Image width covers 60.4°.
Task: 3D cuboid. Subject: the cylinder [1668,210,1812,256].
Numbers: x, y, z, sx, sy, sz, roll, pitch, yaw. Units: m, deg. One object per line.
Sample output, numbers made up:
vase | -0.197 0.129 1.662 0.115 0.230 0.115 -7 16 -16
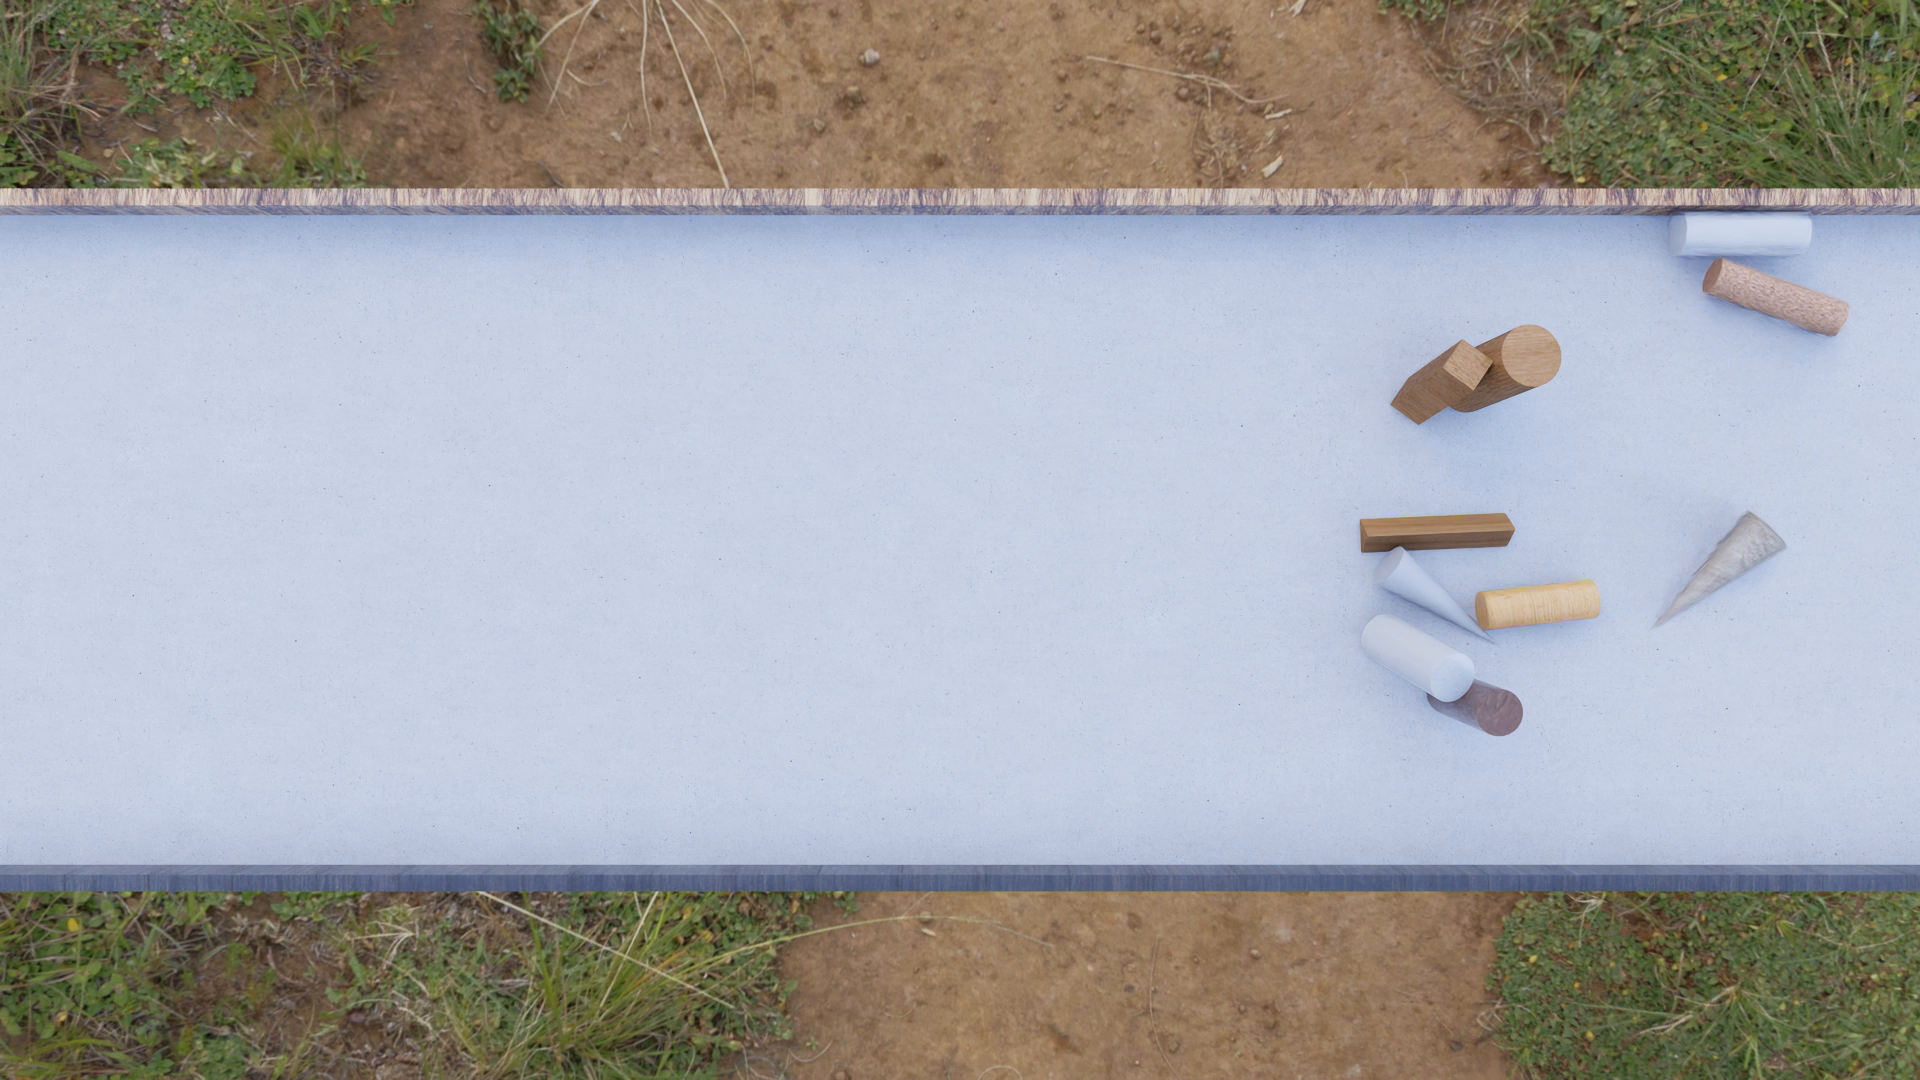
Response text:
cylinder | 2.365 -0.932 5.009 0.374 0.136 0.136 0 90 0

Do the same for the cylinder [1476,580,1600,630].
cylinder | 1.755 0.197 5.016 0.340 0.119 0.119 -6 90 0

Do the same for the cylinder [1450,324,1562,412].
cylinder | 1.579 -0.500 4.852 0.179 0.426 0.179 1 84 -8

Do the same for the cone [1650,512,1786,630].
cone | 2.283 0.123 5.038 0.455 0.154 0.154 -44 90 10

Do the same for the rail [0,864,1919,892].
rail | -2.247 1.025 5.001 12.000 0.150 0.050 0 90 0

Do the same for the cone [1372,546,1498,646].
cone | 1.483 0.204 5.042 0.452 0.137 0.137 35 90 -9

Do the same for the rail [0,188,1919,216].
rail | -2.247 -1.025 5.002 12.000 0.150 0.050 0 90 0

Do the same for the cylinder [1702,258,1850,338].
cylinder | 2.481 -0.737 5.021 0.406 0.110 0.110 19 90 0

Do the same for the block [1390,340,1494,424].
block | 1.415 -0.461 4.864 0.108 0.410 0.108 36 78 1

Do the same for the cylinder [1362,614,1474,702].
cylinder | 1.352 0.345 4.886 0.150 0.352 0.150 -6 109 -19

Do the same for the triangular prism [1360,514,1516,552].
triangular prism | 1.456 -0.023 5.030 0.447 0.087 0.101 -2 90 0

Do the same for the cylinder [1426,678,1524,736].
cylinder | 1.511 0.478 4.859 0.135 0.429 0.135 0 92 -2
